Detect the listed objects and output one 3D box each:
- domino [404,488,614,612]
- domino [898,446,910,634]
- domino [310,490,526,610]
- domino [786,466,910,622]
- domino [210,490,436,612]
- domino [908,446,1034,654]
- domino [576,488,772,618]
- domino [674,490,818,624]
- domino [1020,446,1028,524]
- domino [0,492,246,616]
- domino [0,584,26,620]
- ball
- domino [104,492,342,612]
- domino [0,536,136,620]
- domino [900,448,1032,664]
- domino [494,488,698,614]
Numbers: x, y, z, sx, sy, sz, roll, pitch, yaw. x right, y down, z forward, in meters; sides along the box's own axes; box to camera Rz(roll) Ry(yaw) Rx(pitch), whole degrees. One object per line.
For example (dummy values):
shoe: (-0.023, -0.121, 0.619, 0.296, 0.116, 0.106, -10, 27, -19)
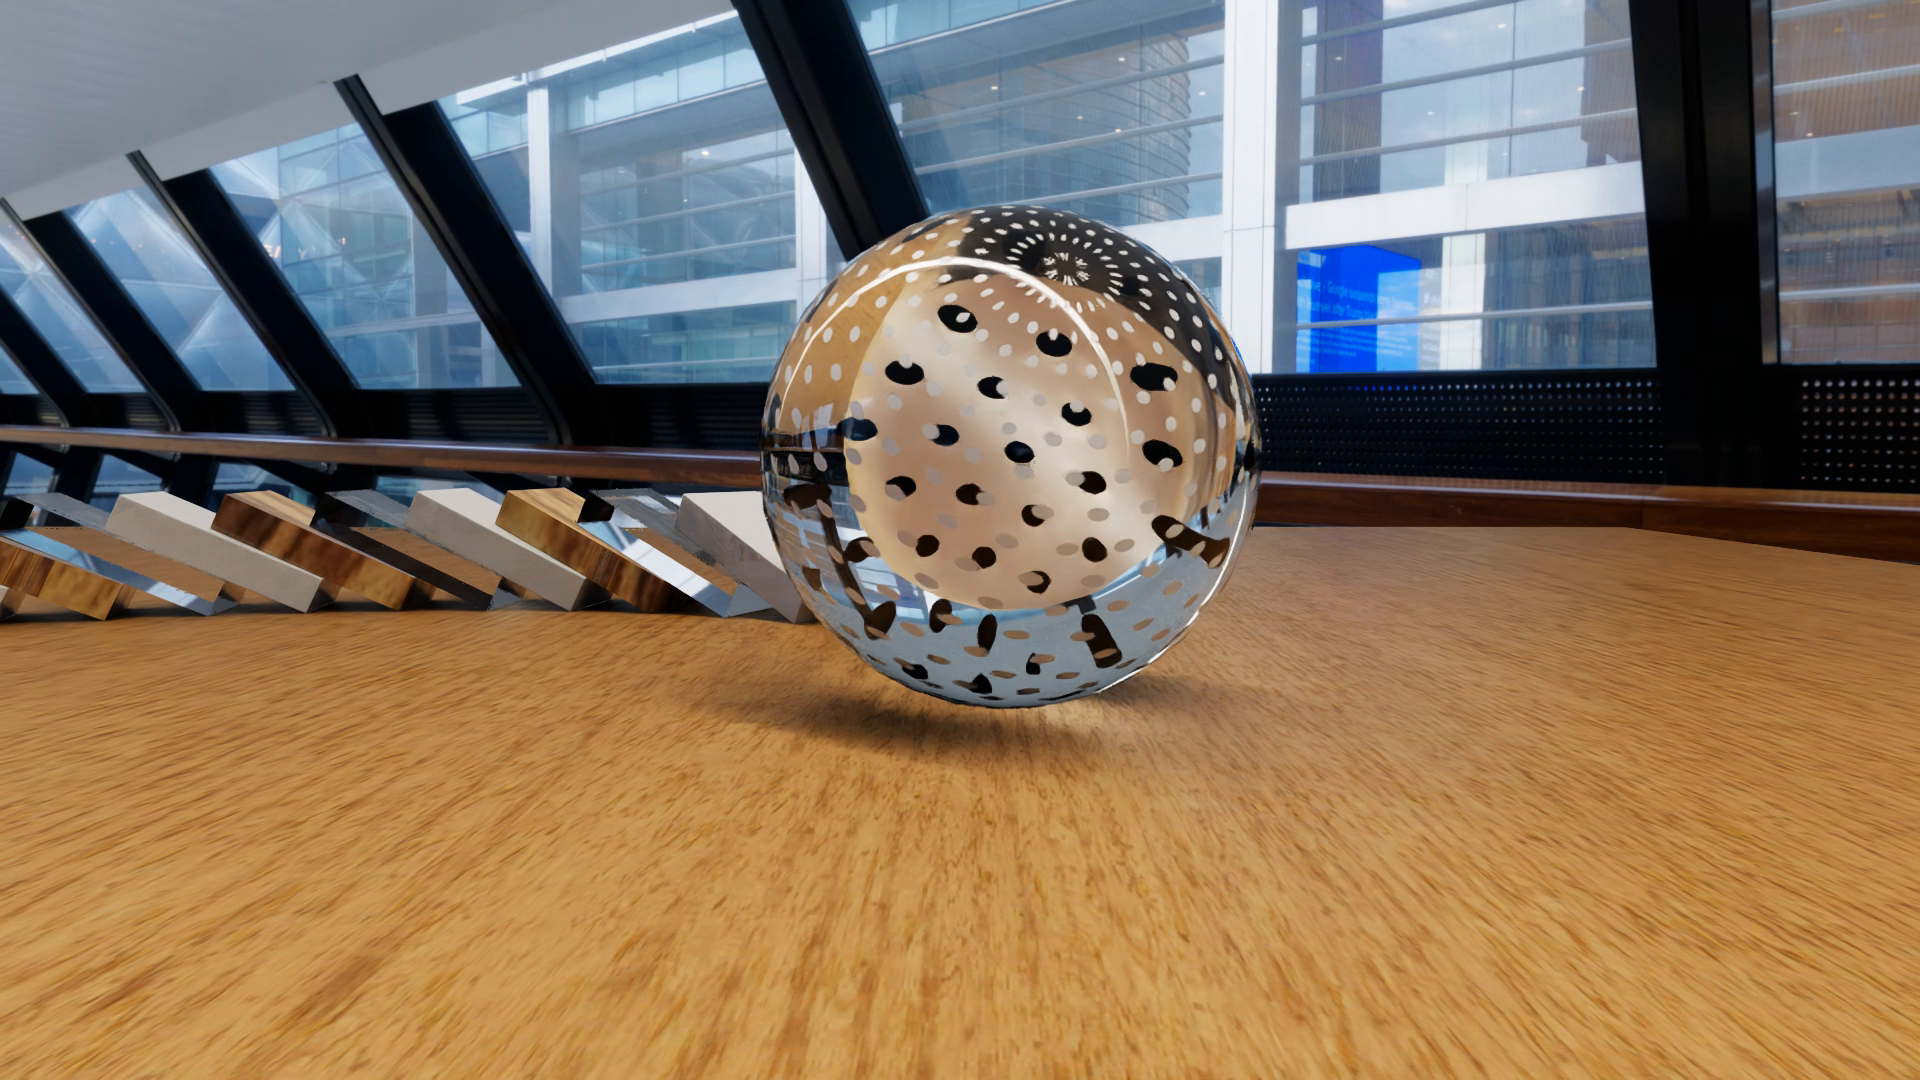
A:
domino: (-0.117, 0.002, 0.340, 0.050, 0.009, 0.025, 27, 8, 6)
domino: (-0.002, -0.001, 0.301, 0.025, 0.010, 0.050, 0, 49, -2)
domino: (-0.141, 0.002, 0.339, 0.050, 0.009, 0.025, 26, 4, -1)
domino: (-0.023, 0.000, 0.317, 0.025, 0.010, 0.050, 2, 36, -29)
domino: (-0.164, 0.002, 0.336, 0.050, 0.010, 0.025, 25, 2, -6)
domino: (0.002, 0.001, 0.274, 0.025, 0.009, 0.050, 0, 49, -2)
domino: (-0.071, 0.002, 0.332, 0.050, 0.009, 0.025, 30, 15, 19)
domino: (-0.047, 0.003, 0.324, 0.050, 0.009, 0.025, 34, 24, 33)
domino: (0.002, 0.000, 0.288, 0.025, 0.009, 0.050, 0, 49, -2)
domino: (-0.209, 0.003, 0.323, 0.050, 0.010, 0.025, 25, -2, -14)
domino: (-0.250, 0.005, 0.301, 0.050, 0.010, 0.025, 26, -7, -24)
ball: (0.008, -0.013, 0.207, 0.080, 0.080, 0.080, 0, 4, 0)
domino: (-0.187, 0.003, 0.330, 0.050, 0.009, 0.025, 25, -1, -11)
domino: (-0.230, 0.004, 0.312, 0.050, 0.009, 0.025, 26, -6, -22)
domino: (0.001, 0.002, 0.261, 0.025, 0.009, 0.050, 0, 49, -2)
domino: (-0.094, 0.002, 0.338, 0.050, 0.010, 0.025, 28, 12, 14)
